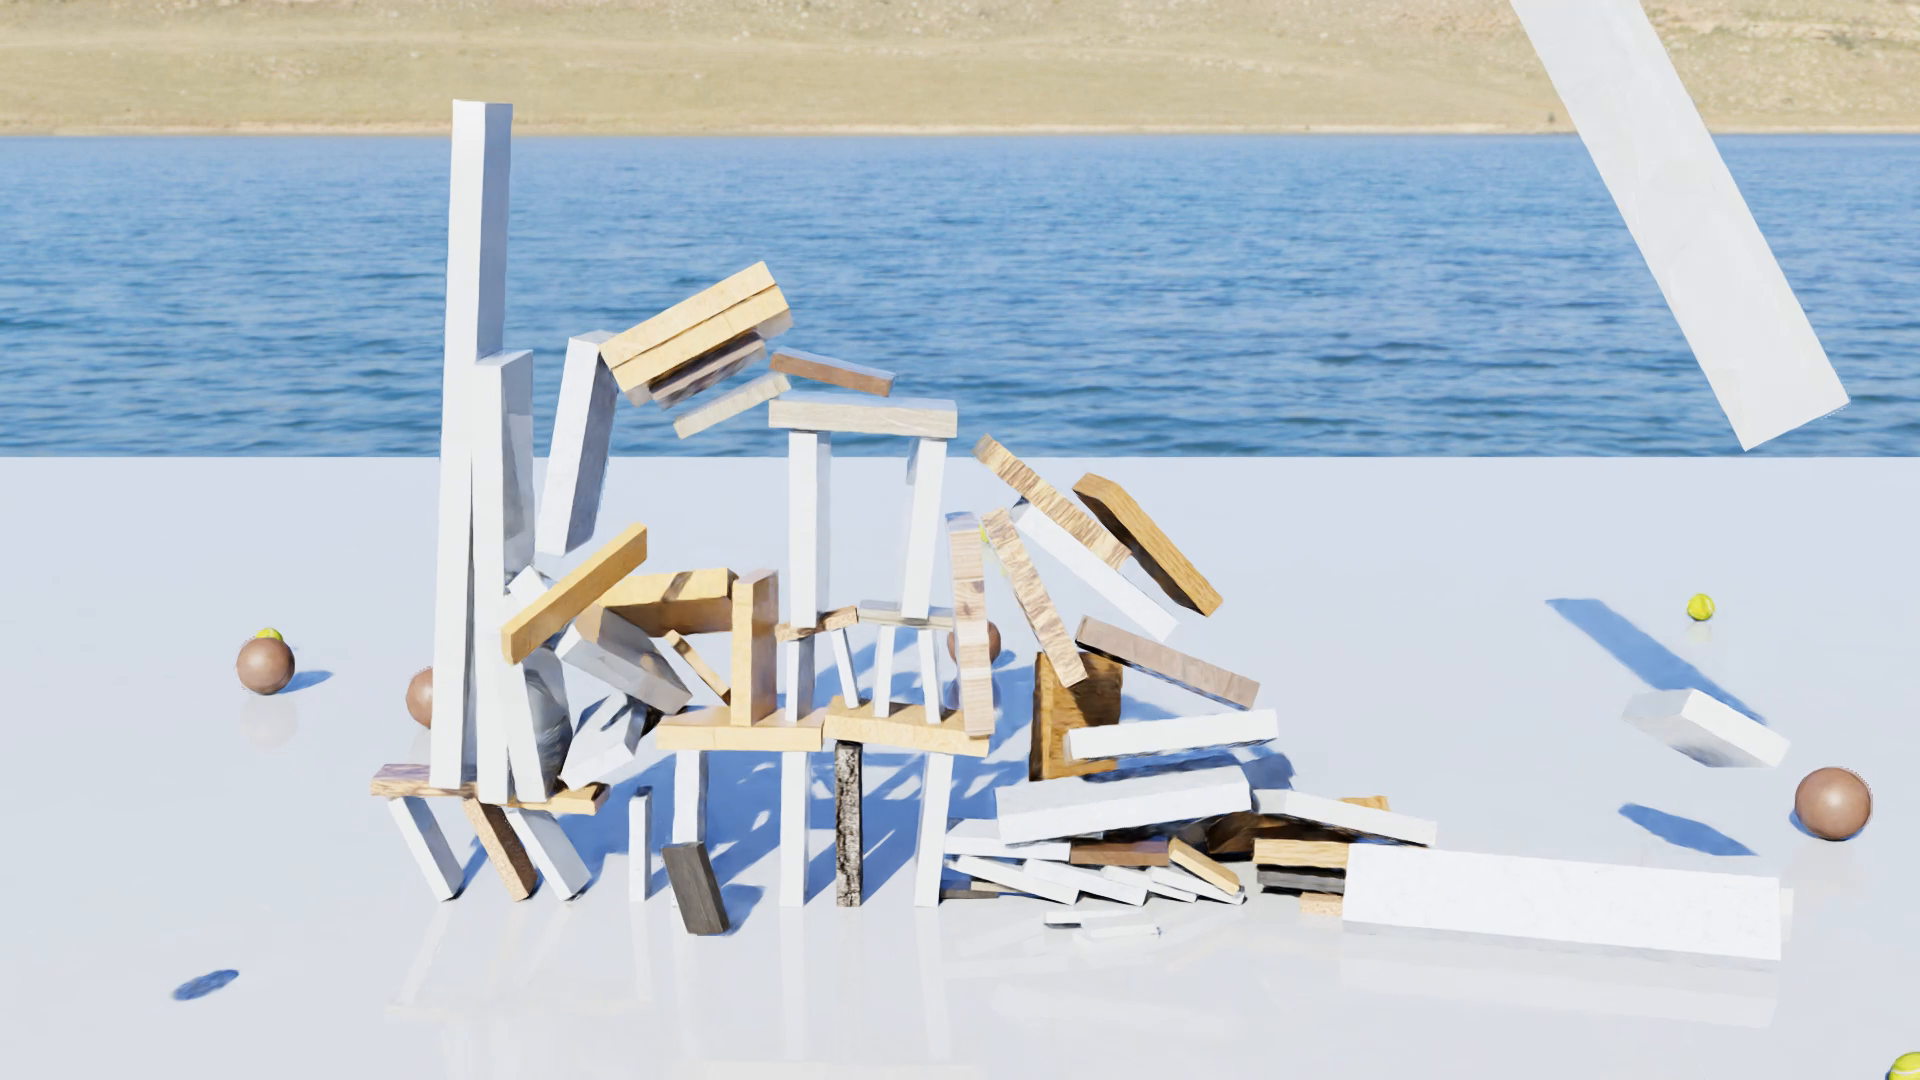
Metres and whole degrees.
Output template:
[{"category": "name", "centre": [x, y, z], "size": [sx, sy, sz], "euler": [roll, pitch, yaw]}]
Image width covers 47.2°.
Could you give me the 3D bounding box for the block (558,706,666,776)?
[{"category": "block", "centre": [-0.576, 0.319, 3.722], "size": [0.237, 0.034, 0.118], "euler": [-39, 21, -25]}]

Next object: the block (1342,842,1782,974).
[{"category": "block", "centre": [0.932, 0.572, 3.433], "size": [0.652, 0.041, 0.144], "euler": [3, 50, 15]}]

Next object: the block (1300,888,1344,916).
[{"category": "block", "centre": [0.639, 0.592, 3.597], "size": [0.158, 0.022, 0.079], "euler": [2, 11, 12]}]

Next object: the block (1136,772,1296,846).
[{"category": "block", "centre": [0.444, 0.486, 3.864], "size": [0.297, 0.039, 0.139], "euler": [-9, -27, -42]}]

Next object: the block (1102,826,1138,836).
[{"category": "block", "centre": [0.272, 0.493, 3.744], "size": [0.053, 0.156, 0.015], "euler": [24, 4, -32]}]

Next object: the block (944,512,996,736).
[{"category": "block", "centre": [0.015, 0.133, 3.560], "size": [0.047, 0.333, 0.167], "euler": [-5, 11, -3]}]

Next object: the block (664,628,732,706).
[{"category": "block", "centre": [-0.433, 0.215, 3.685], "size": [0.147, 0.021, 0.073], "euler": [44, -9, 19]}]

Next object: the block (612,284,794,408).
[{"category": "block", "centre": [-0.402, -0.303, 3.461], "size": [0.287, 0.041, 0.144], "euler": [-28, -5, -4]}]

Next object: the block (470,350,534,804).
[{"category": "block", "centre": [-0.735, 0.059, 3.554], "size": [0.048, 0.715, 0.168], "euler": [3, 14, 5]}]

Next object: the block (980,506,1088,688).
[{"category": "block", "centre": [0.118, 0.094, 3.574], "size": [0.043, 0.304, 0.152], "euler": [-26, -3, -1]}]

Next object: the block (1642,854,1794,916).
[{"category": "block", "centre": [1.103, 0.570, 3.653], "size": [0.501, 0.046, 0.161], "euler": [1, 11, 3]}]

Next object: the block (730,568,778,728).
[{"category": "block", "centre": [-0.334, 0.174, 3.584], "size": [0.034, 0.237, 0.118], "euler": [5, 12, 16]}]

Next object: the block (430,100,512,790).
[{"category": "block", "centre": [-0.785, -0.149, 3.529], "size": [0.049, 1.091, 0.173], "euler": [5, 11, 1]}]

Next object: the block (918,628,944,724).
[{"category": "block", "centre": [-0.047, 0.215, 3.582], "size": [0.022, 0.152, 0.076], "euler": [-5, 9, 6]}]

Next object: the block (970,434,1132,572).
[{"category": "block", "centre": [0.147, -0.063, 3.573], "size": [0.287, 0.041, 0.144], "euler": [39, 3, -9]}]

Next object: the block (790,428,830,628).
[{"category": "block", "centre": [-0.241, -0.030, 3.542], "size": [0.042, 0.314, 0.147], "euler": [2, 13, 5]}]

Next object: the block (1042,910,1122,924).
[{"category": "block", "centre": [0.195, 0.601, 3.508], "size": [0.121, 0.017, 0.061], "euler": [-1, -10, -4]}]

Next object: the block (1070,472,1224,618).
[{"category": "block", "centre": [0.307, 0.007, 3.611], "size": [0.039, 0.277, 0.139], "euler": [-46, 19, -6]}]

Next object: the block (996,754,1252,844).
[{"category": "block", "centre": [0.264, 0.425, 3.623], "size": [0.406, 0.047, 0.166], "euler": [-8, 10, 1]}]

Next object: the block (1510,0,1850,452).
[{"category": "block", "centre": [1.097, -0.533, 3.379], "size": [0.048, 0.806, 0.170], "euler": [-22, -7, -34]}]

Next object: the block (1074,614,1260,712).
[{"category": "block", "centre": [0.338, 0.204, 3.602], "size": [0.304, 0.043, 0.152], "euler": [21, -5, 7]}]

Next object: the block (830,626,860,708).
[{"category": "block", "centre": [-0.188, 0.202, 3.602], "size": [0.019, 0.134, 0.067], "euler": [-11, 8, 1]}]

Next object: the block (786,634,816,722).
[{"category": "block", "centre": [-0.261, 0.223, 3.600], "size": [0.019, 0.135, 0.067], "euler": [7, 12, 20]}]

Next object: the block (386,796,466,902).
[{"category": "block", "centre": [-0.886, 0.500, 3.656], "size": [0.027, 0.187, 0.094], "euler": [-24, 10, 4]}]

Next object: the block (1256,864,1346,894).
[{"category": "block", "centre": [0.575, 0.559, 3.626], "size": [0.157, 0.022, 0.079], "euler": [3, 0, 22]}]

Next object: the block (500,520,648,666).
[{"category": "block", "centre": [-0.581, 0.079, 3.328], "size": [0.021, 0.073, 0.292], "euler": [32, 52, 21]}]

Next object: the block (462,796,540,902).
[{"category": "block", "centre": [-0.764, 0.501, 3.657], "size": [0.027, 0.187, 0.094], "euler": [-26, 10, 4]}]

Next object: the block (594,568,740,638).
[{"category": "block", "centre": [-0.513, 0.111, 3.661], "size": [0.346, 0.049, 0.173], "euler": [-5, -21, 17]}]

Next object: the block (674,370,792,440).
[{"category": "block", "centre": [-0.359, -0.219, 3.487], "size": [0.191, 0.027, 0.095], "euler": [-24, 12, 2]}]

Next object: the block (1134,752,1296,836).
[{"category": "block", "centre": [0.429, 0.467, 3.941], "size": [0.339, 0.048, 0.170], "euler": [-9, -24, -41]}]

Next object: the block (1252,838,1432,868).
[{"category": "block", "centre": [0.635, 0.526, 3.678], "size": [0.287, 0.041, 0.144], "euler": [2, -7, 6]}]

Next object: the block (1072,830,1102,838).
[{"category": "block", "centre": [0.182, 0.476, 3.643], "size": [0.105, 0.015, 0.053], "euler": [4, 12, 0]}]

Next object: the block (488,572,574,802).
[{"category": "block", "centre": [-0.692, 0.239, 3.558], "size": [0.048, 0.337, 0.168], "euler": [2, 34, 7]}]

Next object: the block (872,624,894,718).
[{"category": "block", "centre": [-0.125, 0.206, 3.581], "size": [0.022, 0.152, 0.076], "euler": [4, 11, -7]}]

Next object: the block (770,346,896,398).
[{"category": "block", "centre": [-0.200, -0.267, 3.483], "size": [0.191, 0.027, 0.095], "euler": [14, 12, 1]}]

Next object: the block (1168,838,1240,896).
[{"category": "block", "centre": [0.399, 0.534, 3.601], "size": [0.124, 0.017, 0.061], "euler": [31, 12, -3]}]

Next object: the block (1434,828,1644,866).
[{"category": "block", "centre": [0.943, 0.534, 3.594], "size": [0.321, 0.046, 0.161], "euler": [4, 12, 20]}]

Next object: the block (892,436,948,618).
[{"category": "block", "centre": [-0.066, -0.033, 3.552], "size": [0.042, 0.293, 0.147], "euler": [5, 10, -8]}]
